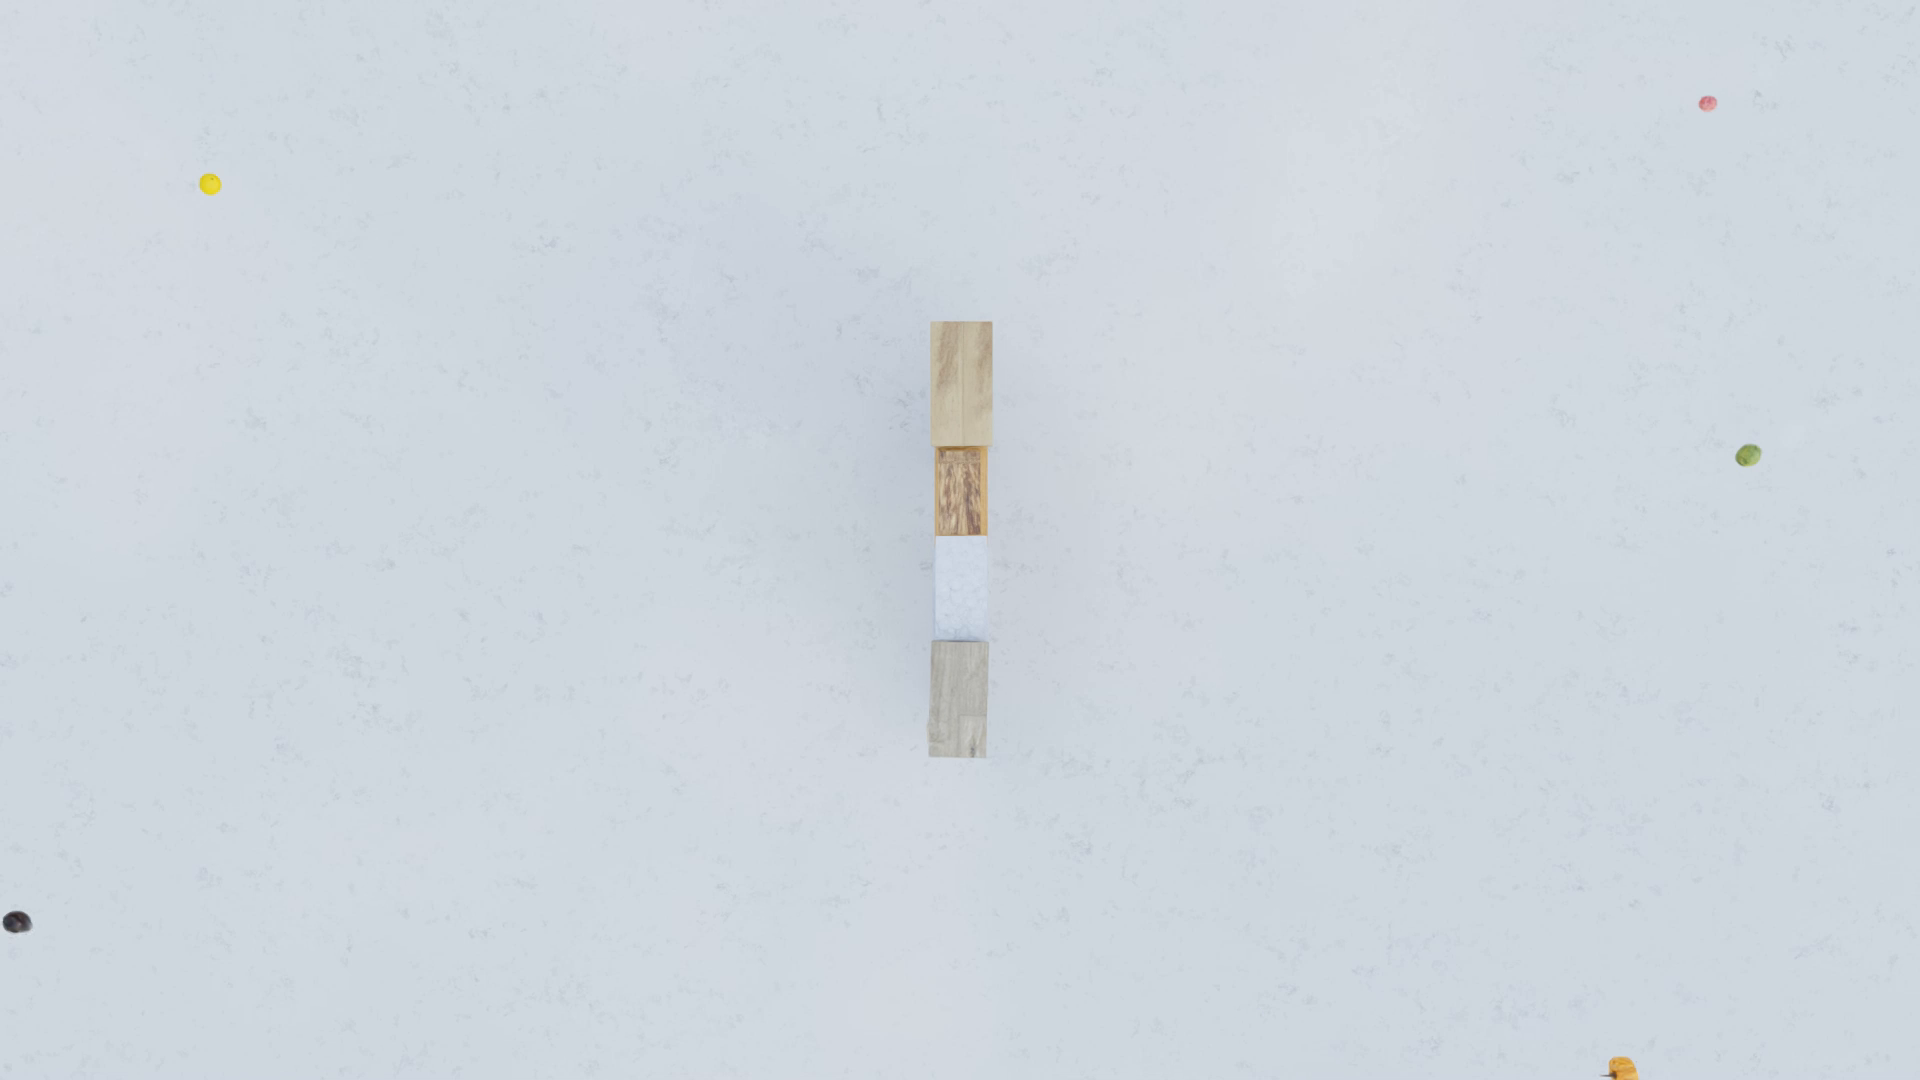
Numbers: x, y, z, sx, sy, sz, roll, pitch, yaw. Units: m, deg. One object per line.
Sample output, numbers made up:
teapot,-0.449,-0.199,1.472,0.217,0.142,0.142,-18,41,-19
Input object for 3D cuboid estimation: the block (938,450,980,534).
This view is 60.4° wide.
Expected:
block,-0.001,-0.140,4.861,0.123,0.035,0.247,0,90,0

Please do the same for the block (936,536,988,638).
block,0.004,0.137,4.780,0.148,0.042,0.297,0,90,0

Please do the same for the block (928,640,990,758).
block,-0.003,0.458,4.742,0.166,0.047,0.331,1,89,0

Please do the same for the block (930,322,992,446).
block,0.004,-0.445,4.711,0.177,0.050,0.354,0,90,0

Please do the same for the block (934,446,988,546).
block,0.004,-0.145,5.148,0.164,0.047,0.329,0,90,0

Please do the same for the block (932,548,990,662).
block,0.002,0.201,5.123,0.176,0.050,0.352,0,90,0

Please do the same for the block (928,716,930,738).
block,-0.013,0.568,5.026,0.166,0.522,0.047,1,91,0
